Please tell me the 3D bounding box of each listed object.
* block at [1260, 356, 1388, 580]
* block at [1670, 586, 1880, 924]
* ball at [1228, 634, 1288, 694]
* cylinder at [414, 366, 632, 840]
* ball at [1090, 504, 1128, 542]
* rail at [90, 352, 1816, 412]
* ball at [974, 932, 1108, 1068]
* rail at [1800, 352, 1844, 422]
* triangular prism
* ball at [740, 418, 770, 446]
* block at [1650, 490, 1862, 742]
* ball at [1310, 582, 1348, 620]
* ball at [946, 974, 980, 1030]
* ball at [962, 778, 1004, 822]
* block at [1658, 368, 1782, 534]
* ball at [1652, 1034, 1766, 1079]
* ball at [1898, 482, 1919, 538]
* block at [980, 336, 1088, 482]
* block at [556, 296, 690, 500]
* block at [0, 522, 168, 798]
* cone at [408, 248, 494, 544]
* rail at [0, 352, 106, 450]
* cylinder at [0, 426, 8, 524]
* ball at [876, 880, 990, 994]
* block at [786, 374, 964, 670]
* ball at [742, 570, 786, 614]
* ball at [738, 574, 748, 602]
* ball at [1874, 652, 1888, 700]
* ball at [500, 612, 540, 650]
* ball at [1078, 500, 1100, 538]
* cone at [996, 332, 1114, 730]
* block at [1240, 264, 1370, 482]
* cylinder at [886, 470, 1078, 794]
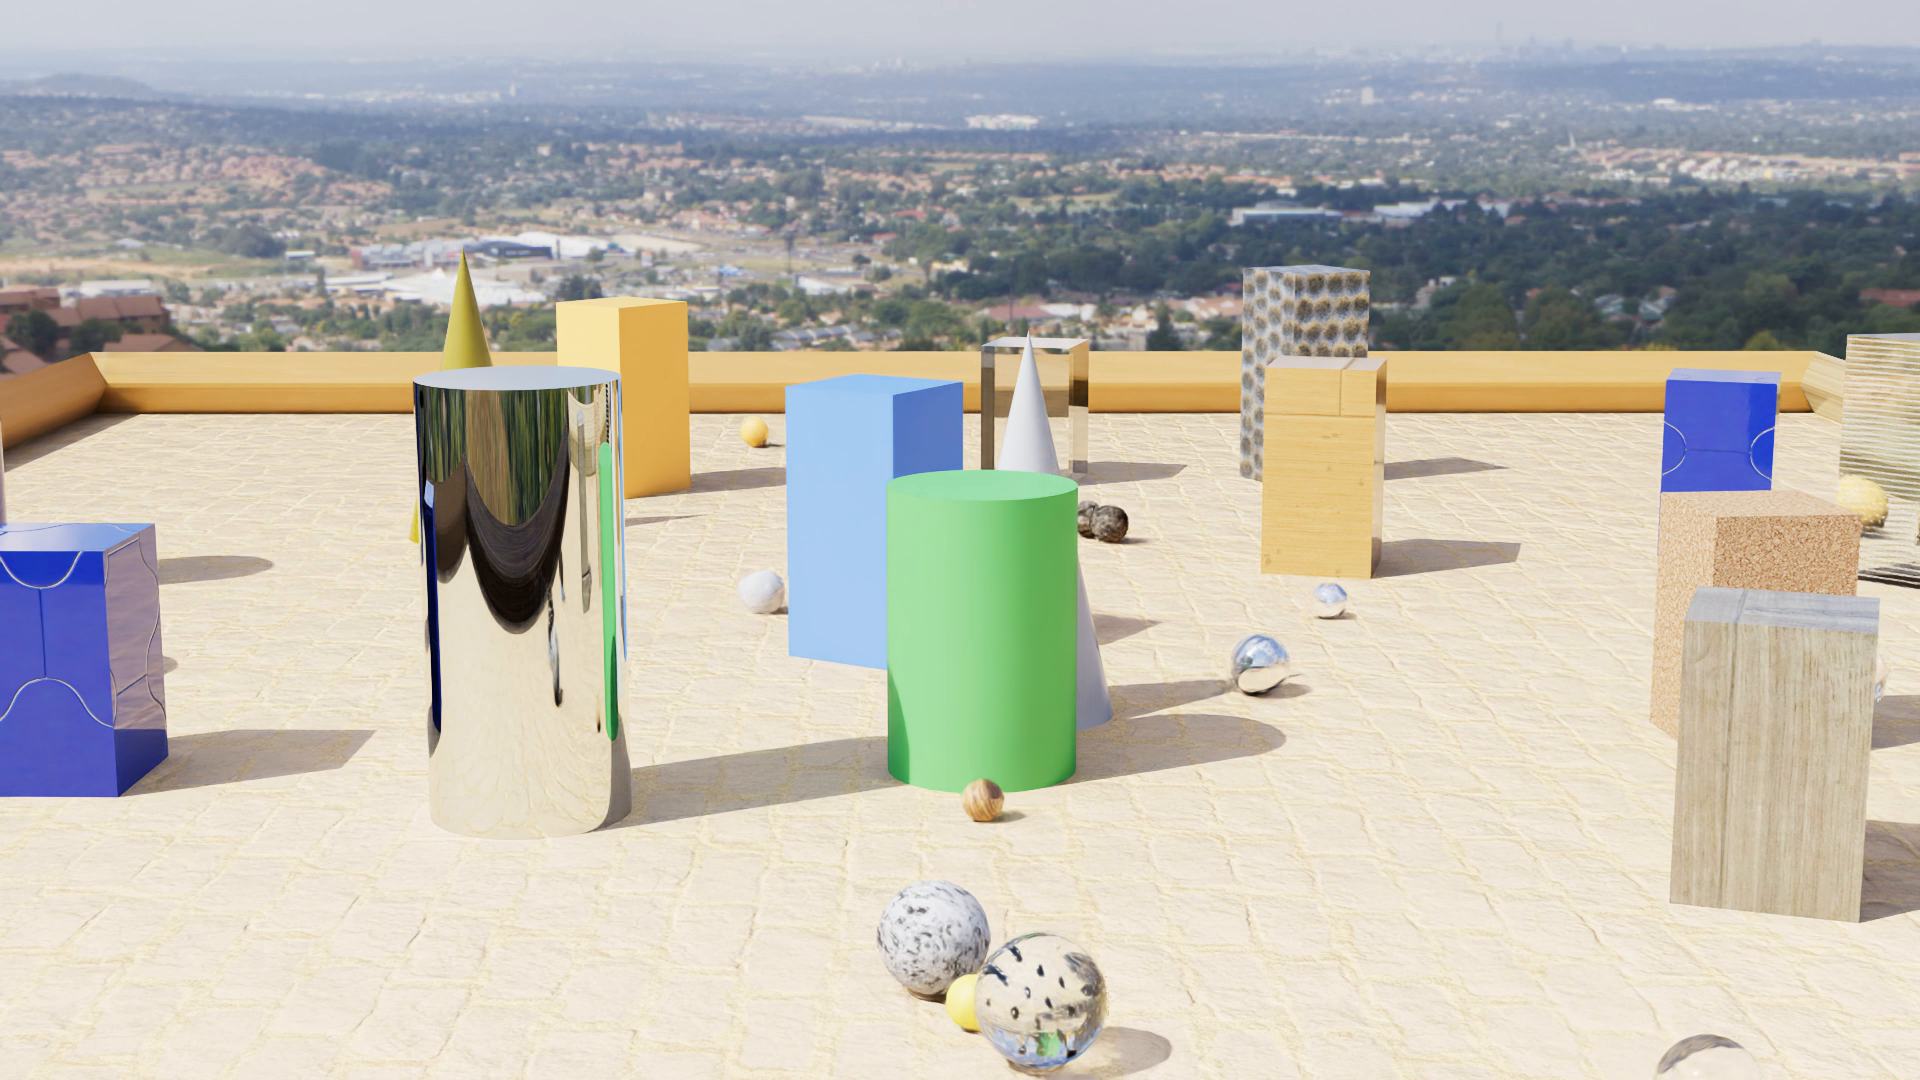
[{"bbox_3d":[0.533,-0.109,3.748,0.158,0.301,0.158,3,11,14],"label":"block"},{"bbox_3d":[0.726,0.186,2.282,0.158,0.255,0.158,4,11,20],"label":"block"},{"bbox_3d":[0.349,0.146,3.005,0.070,0.070,0.070,0,10,0],"label":"ball"},{"bbox_3d":[-0.424,0.056,2.500,0.198,0.431,0.198,0,10,0],"label":"cylinder"},{"bbox_3d":[0.231,-0.025,3.960,0.059,0.059,0.059,0,10,0],"label":"ball"},{"bbox_3d":[-0.011,-0.330,5.410,3.651,0.128,0.045,0,10,0],"label":"rail"},{"bbox_3d":[0.059,0.338,1.887,0.099,0.099,0.099,0,10,0],"label":"ball"},{"bbox_3d":[1.802,0.031,3.459,0.045,0.128,4.037,0,10,0],"label":"rail"},{"bbox_3d":[1.371,-0.117,3.662,0.148,0.348,0.171,-9,14,-41],"label":"triangular prism"},{"bbox_3d":[-0.397,-0.208,4.959,0.055,0.055,0.055,0,10,0],"label":"ball"},{"bbox_3d":[0.861,0.089,2.788,0.158,0.261,0.158,-1,11,-6],"label":"block"},{"bbox_3d":[0.492,0.080,3.415,0.050,0.050,0.050,0,10,0],"label":"ball"},{"bbox_3d":[0.010,0.353,1.961,0.043,0.043,0.043,0,10,0],"label":"ball"},{"bbox_3d":[0.022,0.253,2.504,0.042,0.042,0.042,0,10,0],"label":"ball"},{"bbox_3d":[1.150,-0.116,3.883,0.158,0.266,0.158,4,11,19],"label":"block"},{"bbox_3d":[0.511,0.376,1.751,0.076,0.076,0.076,0,10,0],"label":"ball"},{"bbox_3d":[1.505,-0.047,3.983,0.093,0.093,0.093,0,10,0],"label":"ball"},{"bbox_3d":[0.134,-0.230,4.557,0.158,0.243,0.158,3,11,15],"label":"block"},{"bbox_3d":[-0.581,-0.249,4.436,0.158,0.325,0.158,9,14,40],"label":"block"},{"bbox_3d":[-0.926,0.121,2.640,0.158,0.253,0.158,0,10,1],"label":"block"},{"bbox_3d":[-0.763,-0.229,3.979,0.198,0.452,0.198,0,10,0],"label":"cone"},{"bbox_3d":[-1.802,0.035,3.439,0.045,0.128,4.037,0,10,0],"label":"rail"},{"bbox_3d":[-1.431,-0.128,3.553,0.198,0.410,0.198,0,10,0],"label":"cylinder"},{"bbox_3d":[-0.021,0.315,2.036,0.090,0.090,0.090,0,10,0],"label":"ball"},{"bbox_3d":[-0.105,-0.026,3.198,0.158,0.338,0.158,7,12,32],"label":"block"},{"bbox_3d":[-0.264,0.069,3.449,0.060,0.060,0.060,0,10,0],"label":"ball"},{"bbox_3d":[-0.282,0.068,3.499,0.043,0.043,0.043,0,10,0],"label":"ball"},{"bbox_3d":[1.020,0.153,2.938,0.081,0.081,0.081,0,10,0],"label":"ball"},{"bbox_3d":[-0.553,0.115,3.229,0.050,0.050,0.050,0,10,0],"label":"ball"},{"bbox_3d":[0.199,-0.033,4.008,0.057,0.057,0.057,0,10,0],"label":"ball"},{"bbox_3d":[0.076,-0.018,2.884,0.198,0.437,0.198,0,10,0],"label":"cone"},{"bbox_3d":[0.608,-0.291,4.534,0.158,0.373,0.158,-5,12,-27],"label":"block"},{"bbox_3d":[0.023,0.091,2.666,0.198,0.301,0.198,0,10,0],"label":"cylinder"}]
